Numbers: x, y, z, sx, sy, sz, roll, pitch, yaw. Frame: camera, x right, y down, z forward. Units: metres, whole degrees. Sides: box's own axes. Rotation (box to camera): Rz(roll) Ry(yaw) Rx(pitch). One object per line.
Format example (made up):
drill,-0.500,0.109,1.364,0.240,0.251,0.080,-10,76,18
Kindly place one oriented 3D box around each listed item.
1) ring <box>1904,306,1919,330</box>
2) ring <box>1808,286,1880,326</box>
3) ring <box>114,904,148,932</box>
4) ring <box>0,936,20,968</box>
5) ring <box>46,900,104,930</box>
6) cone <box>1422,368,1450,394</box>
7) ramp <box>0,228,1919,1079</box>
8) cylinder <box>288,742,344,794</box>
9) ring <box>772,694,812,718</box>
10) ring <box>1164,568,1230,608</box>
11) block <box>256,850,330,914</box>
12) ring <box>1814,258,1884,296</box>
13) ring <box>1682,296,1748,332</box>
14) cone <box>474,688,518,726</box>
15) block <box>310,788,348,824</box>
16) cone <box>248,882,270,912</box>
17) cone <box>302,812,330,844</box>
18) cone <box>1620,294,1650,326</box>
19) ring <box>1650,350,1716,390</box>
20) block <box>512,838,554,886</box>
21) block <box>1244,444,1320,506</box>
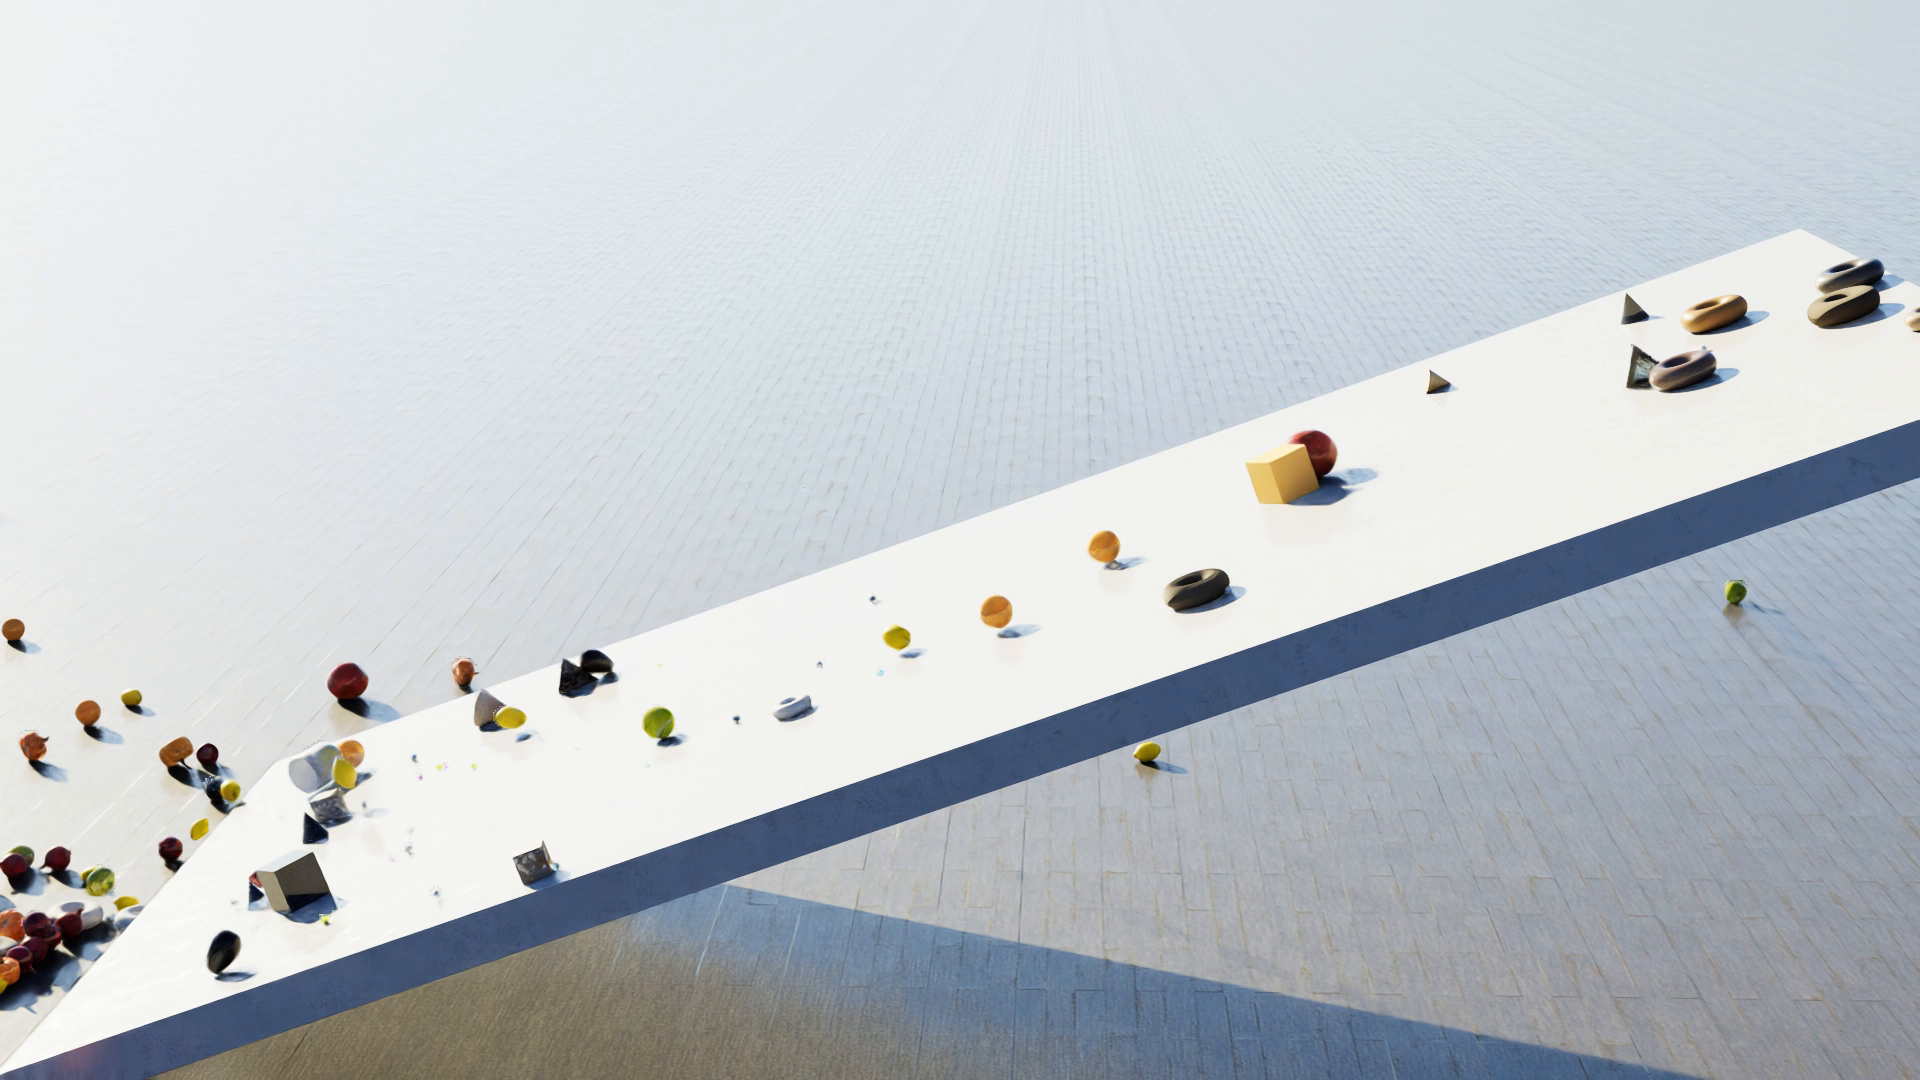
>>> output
ring,1.889,-0.437,5.715,0.106,0.035,0.106,-20,10,4
ring,1.809,-0.479,6.020,0.148,0.049,0.148,-19,10,4
ring,-1.821,0.848,6.567,0.131,0.044,0.131,0,11,0
ring,-2.103,0.894,6.357,0.139,0.046,0.139,1,13,0
ring,-1.985,0.842,6.598,0.124,0.041,0.124,1,13,0
cone,1.103,-0.363,6.774,0.060,0.060,0.060,6,12,-5
ramp,0.115,0.177,6.298,4.000,0.100,2.000,-19,11,6
cylinder,-1.524,0.539,6.967,0.093,0.093,0.093,8,25,31
ring,-0.344,0.340,6.013,0.086,0.029,0.086,-19,12,4
ring,0.459,0.095,5.712,0.135,0.045,0.135,-19,12,4
block,-1.353,0.692,5.968,0.093,0.093,0.093,-28,14,-34
ring,1.891,-0.560,6.253,0.148,0.049,0.148,-20,10,4
ring,1.636,-0.491,6.382,0.146,0.049,0.146,-20,10,4
cone,-1.096,0.406,6.991,0.094,0.094,0.094,8,14,7
block,-1.422,0.599,6.624,0.054,0.054,0.054,-18,12,14
cone,-1.456,0.729,6.069,0.055,0.055,0.055,-20,11,4
cone,-1.432,0.627,6.481,0.066,0.066,0.066,-20,11,4
cone,1.532,-0.535,6.721,0.067,0.067,0.067,-20,11,4
ring,1.472,-0.345,5.989,0.141,0.047,0.141,-21,12,5
block,-0.799,0.602,5.505,0.058,0.058,0.058,-21,11,-1
block,0.687,-0.139,6.270,0.097,0.097,0.097,-26,12,-23
